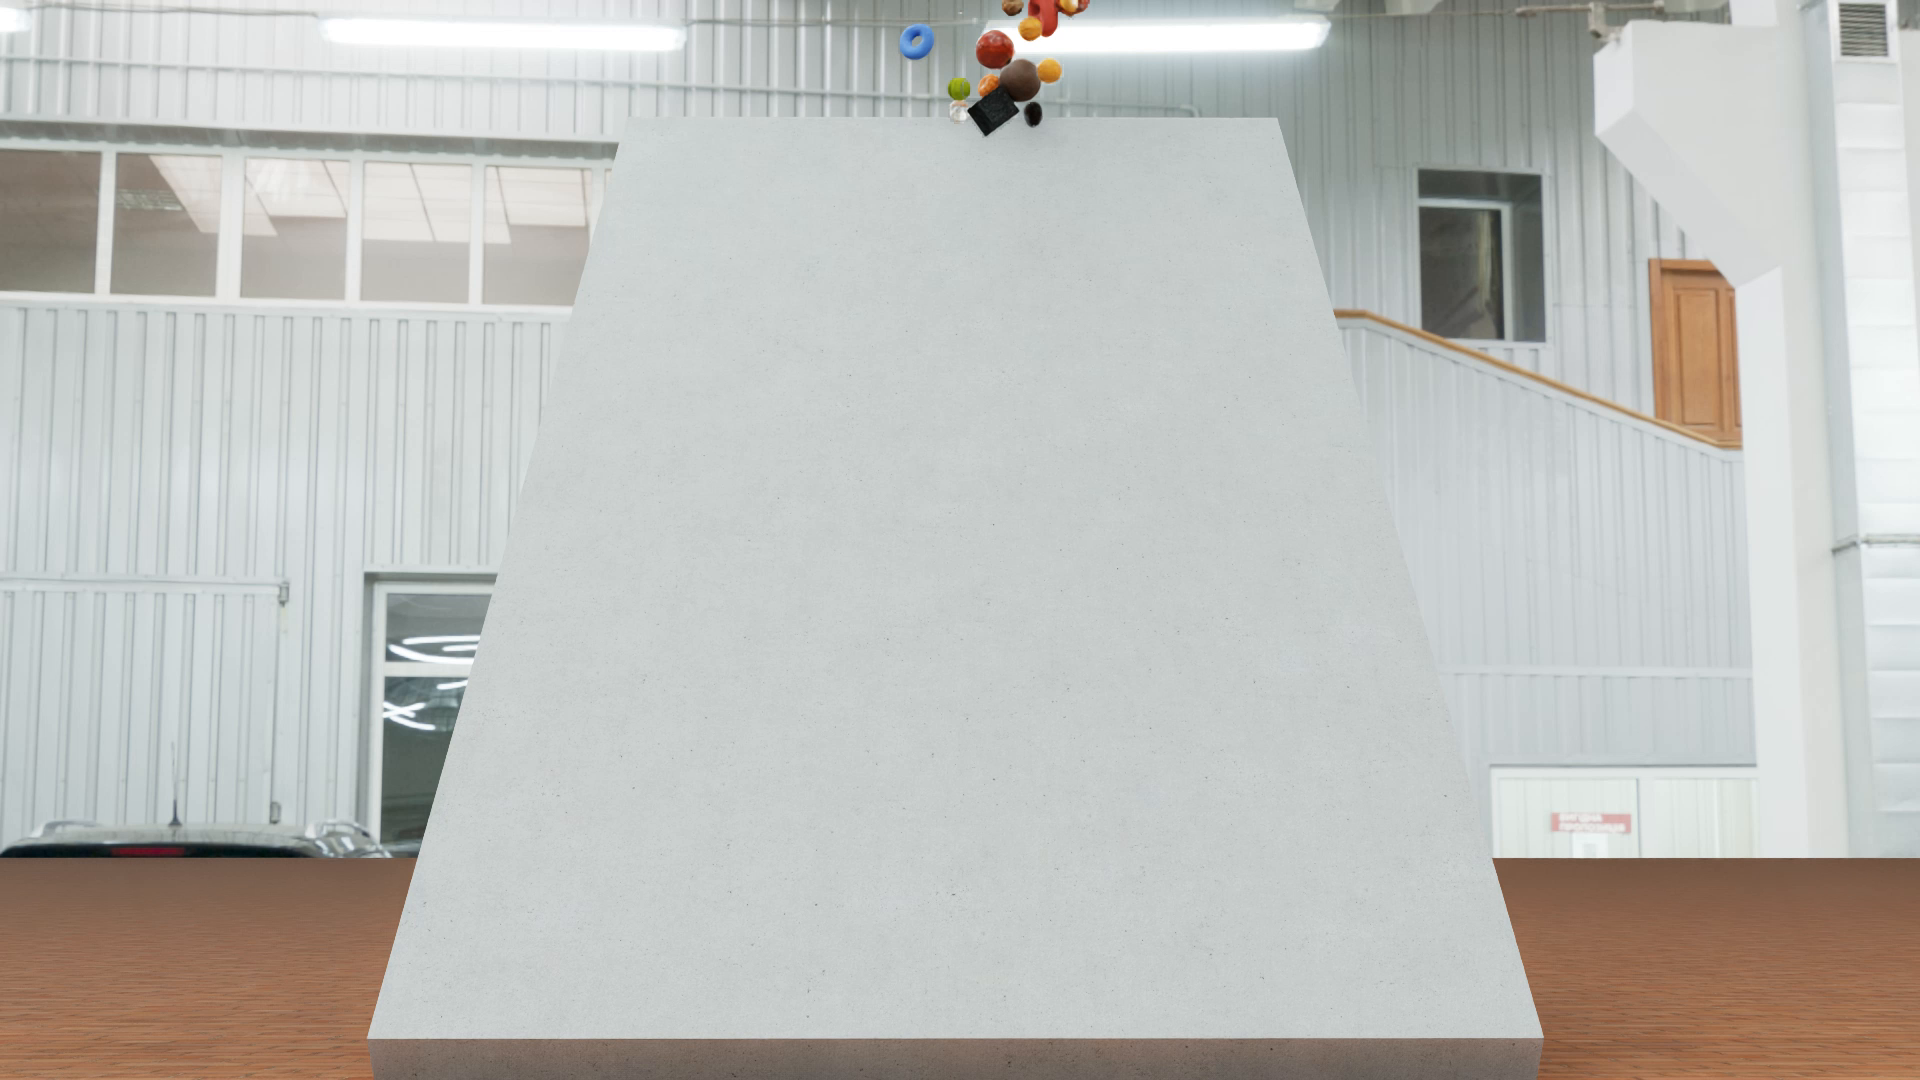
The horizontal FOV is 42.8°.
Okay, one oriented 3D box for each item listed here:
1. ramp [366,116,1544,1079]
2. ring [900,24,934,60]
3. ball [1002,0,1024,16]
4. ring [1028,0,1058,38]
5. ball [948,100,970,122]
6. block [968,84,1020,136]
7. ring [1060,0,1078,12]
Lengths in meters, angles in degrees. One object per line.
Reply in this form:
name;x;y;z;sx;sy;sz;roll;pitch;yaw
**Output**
ramp;-0.015;-0.185;5.881;2.000;0.100;4.000;0;32;0
ring;-0.132;-1.517;7.466;0.116;0.116;0.039;-4;-20;30
ball;0.161;-1.649;7.555;0.067;0.067;0.067;0;-7;0
ring;0.251;-1.585;7.390;0.048;0.143;0.143;-15;-1;-22
ball;-0.002;-1.307;7.470;0.065;0.065;0.065;0;-7;0
block;0.100;-1.282;7.325;0.097;0.097;0.097;-39;7;-17
ring;0.311;-1.582;7.127;0.034;0.101;0.101;-16;-13;25
